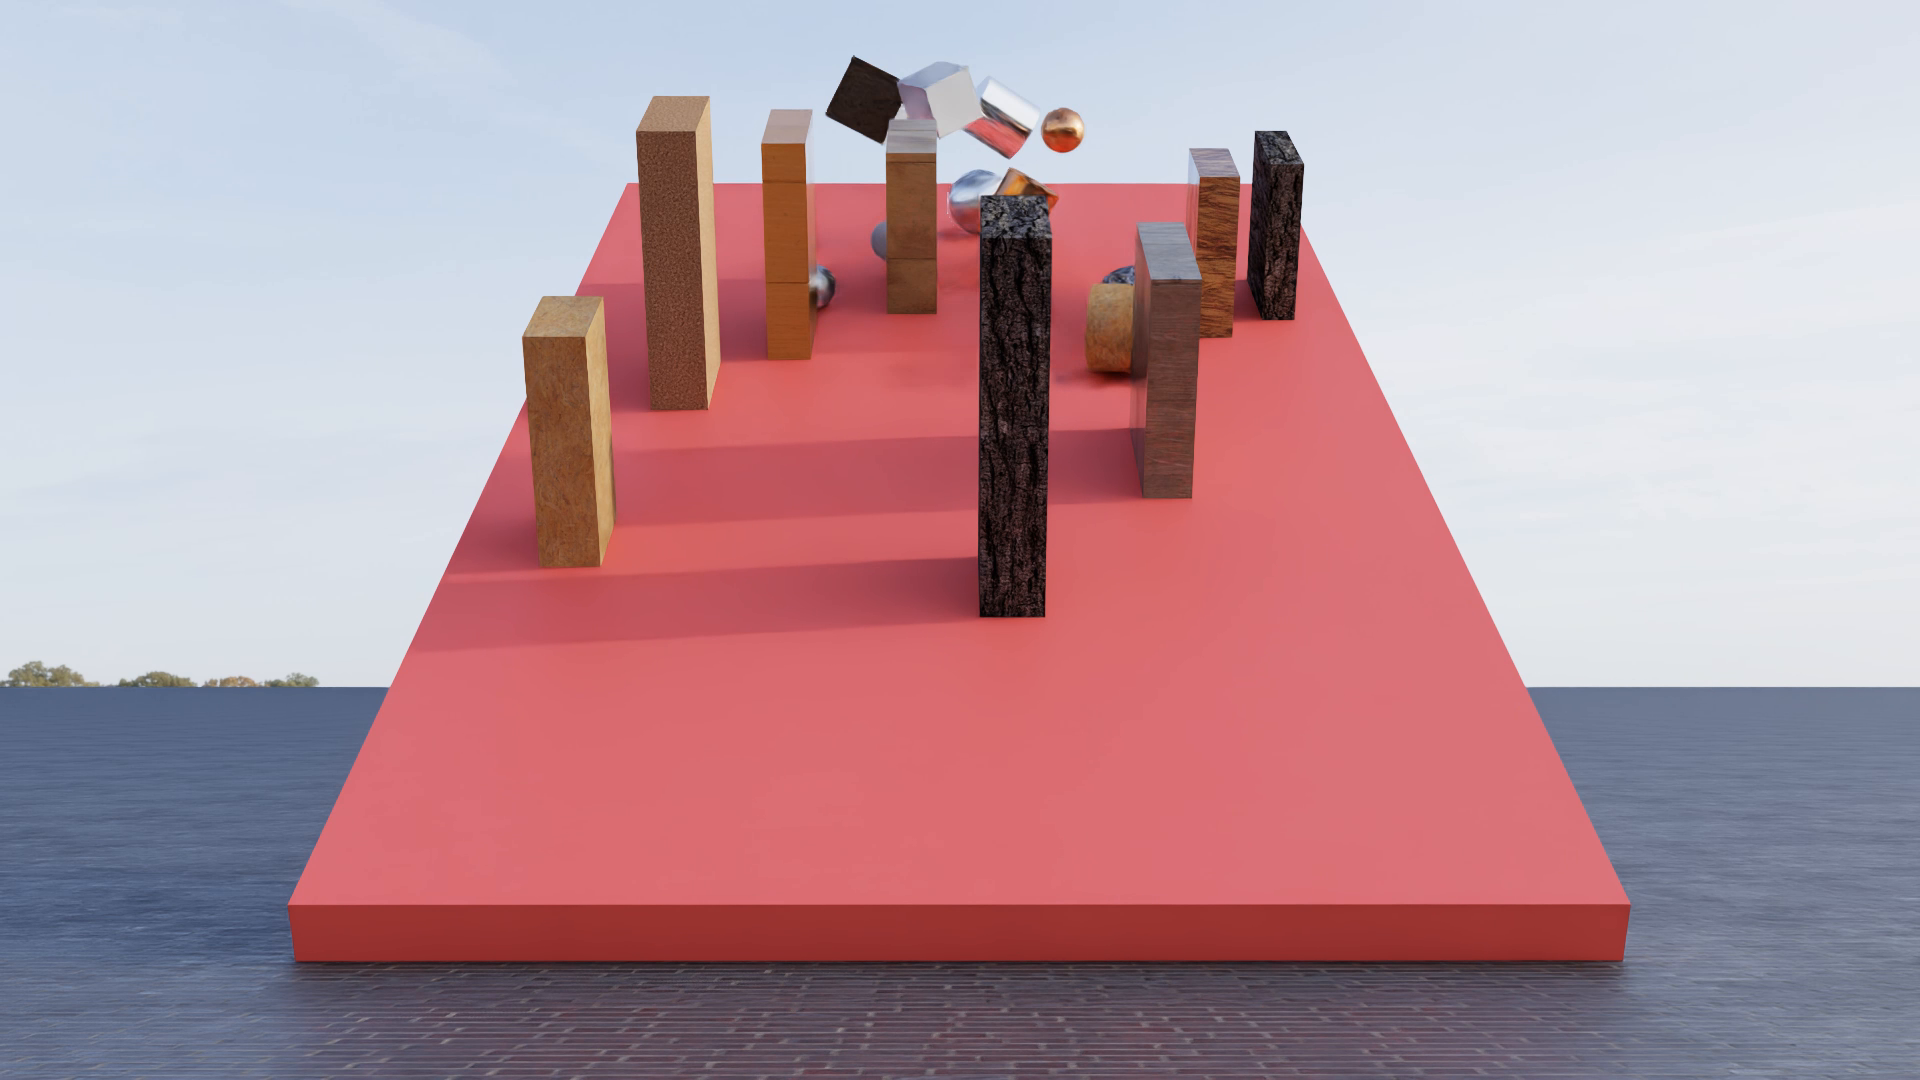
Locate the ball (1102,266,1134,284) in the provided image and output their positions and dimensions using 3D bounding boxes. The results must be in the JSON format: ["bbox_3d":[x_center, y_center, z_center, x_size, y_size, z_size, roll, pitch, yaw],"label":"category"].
[{"bbox_3d":[0.423,-0.584,5.760,0.185,0.185,0.185,0,-3,0],"label":"ball"}]

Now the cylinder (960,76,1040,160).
[{"bbox_3d":[0.117,-1.279,7.049,0.183,0.183,0.183,30,-13,-15],"label":"cylinder"}]

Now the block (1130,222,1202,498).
[{"bbox_3d":[0.434,-0.389,4.965,0.103,0.479,0.407,0,24,0],"label":"block"}]

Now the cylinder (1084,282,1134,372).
[{"bbox_3d":[0.418,-0.502,5.542,0.209,0.209,0.209,5,-2,11],"label":"cylinder"}]

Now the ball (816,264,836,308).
[{"bbox_3d":[-0.377,-0.654,5.993,0.115,0.115,0.115,0,-3,0],"label":"ball"}]

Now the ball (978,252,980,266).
[{"bbox_3d":[0.114,-0.748,6.188,0.133,0.133,0.133,0,-3,0],"label":"ball"}]

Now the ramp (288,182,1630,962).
[{"bbox_3d":[-0.008,-0.228,5.312,2.000,0.100,4.000,0,24,0],"label":"ramp"}]

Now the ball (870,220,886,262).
[{"bbox_3d":[-0.185,-0.812,6.316,0.117,0.117,0.117,0,-3,0],"label":"ball"}]

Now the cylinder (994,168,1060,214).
[{"bbox_3d":[0.162,-0.897,6.273,0.157,0.157,0.157,29,13,-7],"label":"cylinder"}]

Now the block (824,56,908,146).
[{"bbox_3d":[-0.253,-1.279,6.824,0.191,0.191,0.191,28,8,5],"label":"block"}]

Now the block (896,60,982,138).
[{"bbox_3d":[-0.057,-1.215,6.418,0.148,0.148,0.148,-32,31,-22],"label":"block"}]

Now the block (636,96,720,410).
[{"bbox_3d":[-0.644,-0.663,5.362,0.131,0.650,0.331,0,24,0],"label":"block"}]

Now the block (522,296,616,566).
[{"bbox_3d":[-0.763,-0.214,4.574,0.119,0.475,0.244,0,24,0],"label":"block"}]

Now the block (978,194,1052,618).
[{"bbox_3d":[0.098,-0.247,4.333,0.123,0.735,0.277,0,24,0],"label":"block"}]

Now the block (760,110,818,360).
[{"bbox_3d":[-0.415,-0.751,5.702,0.104,0.534,0.335,0,24,0],"label":"block"}]

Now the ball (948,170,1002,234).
[{"bbox_3d":[0.058,-0.958,6.597,0.182,0.182,0.182,0,-3,0],"label":"ball"}]

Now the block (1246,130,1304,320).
[{"bbox_3d":[0.812,-0.815,6.009,0.083,0.406,0.338,0,24,0],"label":"block"}]

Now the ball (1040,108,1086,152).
[{"bbox_3d":[0.294,-1.171,6.659,0.127,0.127,0.127,0,-3,0],"label":"ball"}]

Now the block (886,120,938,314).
[{"bbox_3d":[-0.123,-0.843,6.048,0.127,0.421,0.348,0,24,0],"label":"block"}]

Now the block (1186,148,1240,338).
[{"bbox_3d":[0.630,-0.749,5.854,0.099,0.411,0.276,0,24,0],"label":"block"}]
